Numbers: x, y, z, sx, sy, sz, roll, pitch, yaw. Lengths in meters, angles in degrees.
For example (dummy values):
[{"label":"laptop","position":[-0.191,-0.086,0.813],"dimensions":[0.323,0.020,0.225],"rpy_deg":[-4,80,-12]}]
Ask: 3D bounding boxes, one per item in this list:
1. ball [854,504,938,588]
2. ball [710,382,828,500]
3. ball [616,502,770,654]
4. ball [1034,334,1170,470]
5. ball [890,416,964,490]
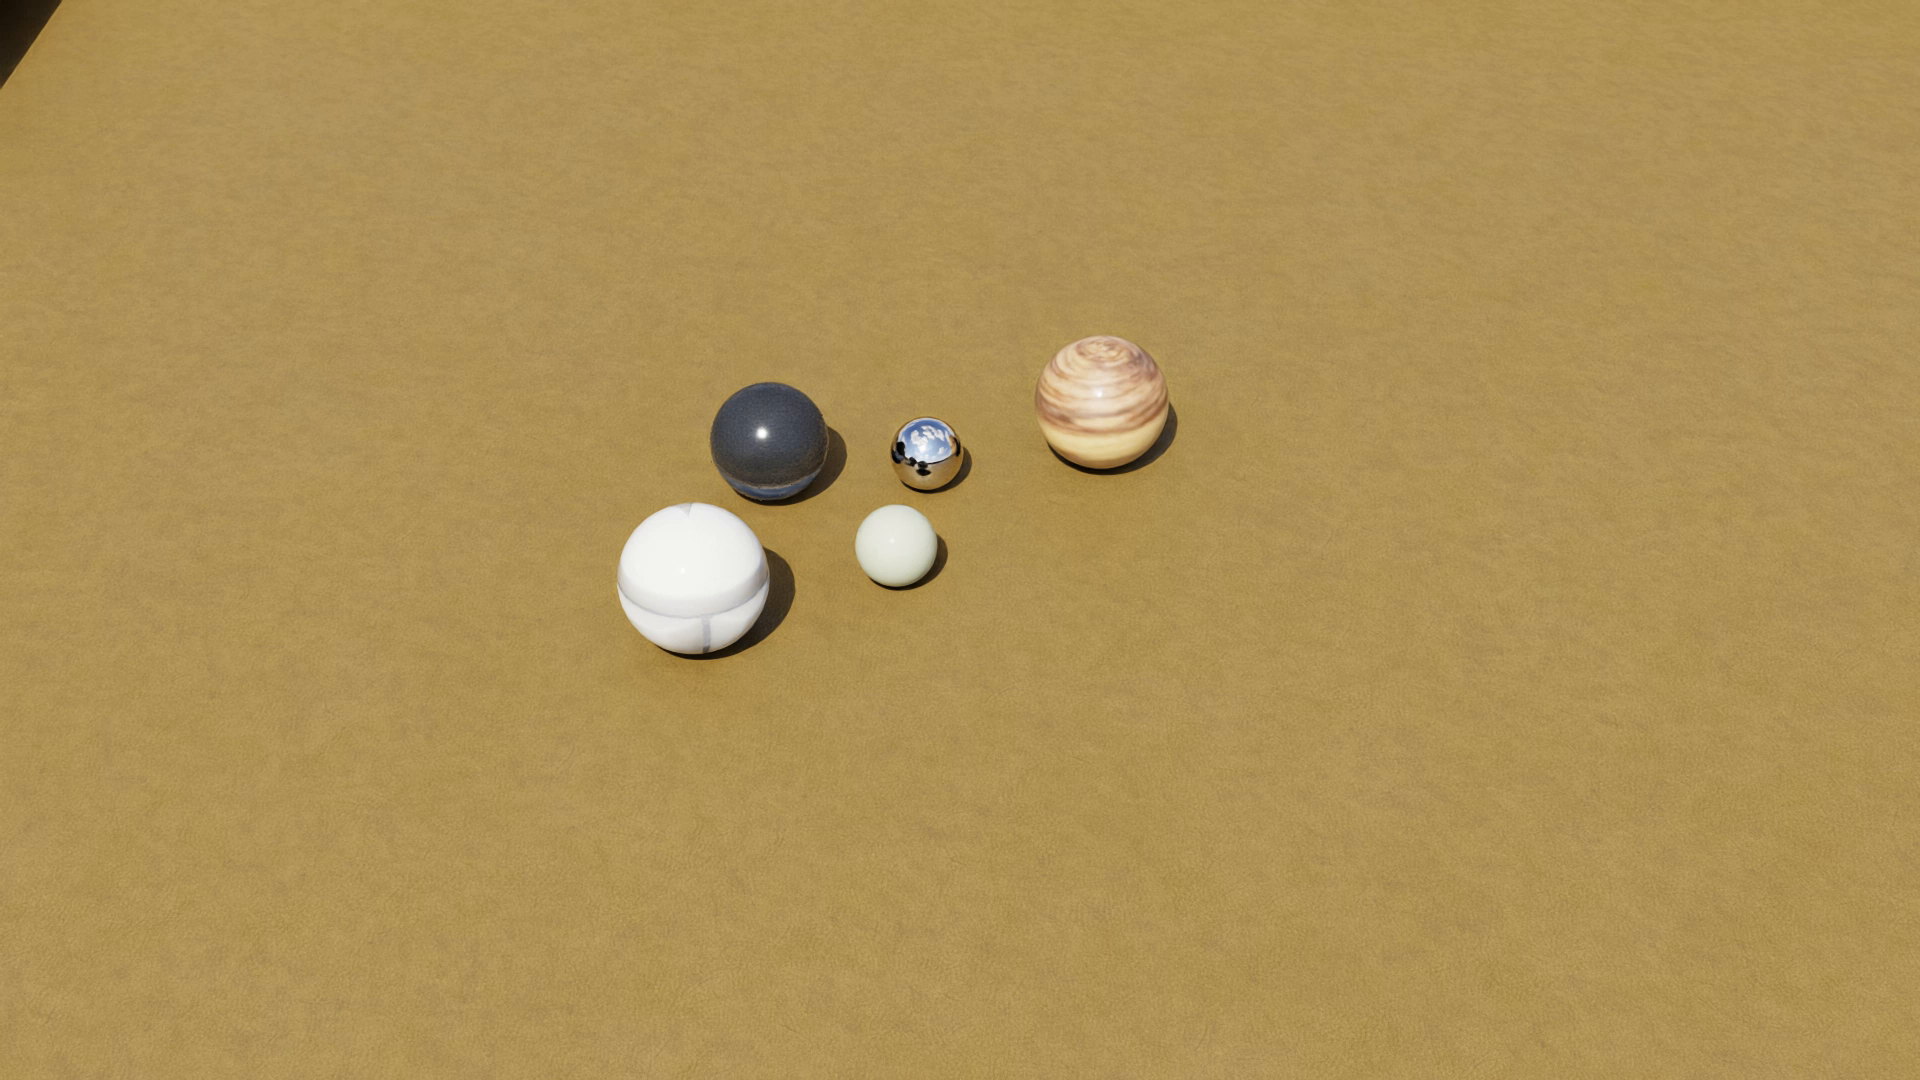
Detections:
[{"label":"ball","position":[-0.041,0.004,1.663],"dimensions":[0.054,0.054,0.054],"rpy_deg":[0,36,0]},{"label":"ball","position":[-0.129,-0.067,1.737],"dimensions":[0.081,0.081,0.081],"rpy_deg":[0,36,0]},{"label":"ball","position":[-0.166,0.024,1.600],"dimensions":[0.095,0.095,0.095],"rpy_deg":[0,36,0]},{"label":"ball","position":[0.097,-0.095,1.766],"dimensions":[0.093,0.093,0.093],"rpy_deg":[0,36,0]},{"label":"ball","position":[-0.023,-0.059,1.752],"dimensions":[0.051,0.051,0.051],"rpy_deg":[0,36,0]}]
